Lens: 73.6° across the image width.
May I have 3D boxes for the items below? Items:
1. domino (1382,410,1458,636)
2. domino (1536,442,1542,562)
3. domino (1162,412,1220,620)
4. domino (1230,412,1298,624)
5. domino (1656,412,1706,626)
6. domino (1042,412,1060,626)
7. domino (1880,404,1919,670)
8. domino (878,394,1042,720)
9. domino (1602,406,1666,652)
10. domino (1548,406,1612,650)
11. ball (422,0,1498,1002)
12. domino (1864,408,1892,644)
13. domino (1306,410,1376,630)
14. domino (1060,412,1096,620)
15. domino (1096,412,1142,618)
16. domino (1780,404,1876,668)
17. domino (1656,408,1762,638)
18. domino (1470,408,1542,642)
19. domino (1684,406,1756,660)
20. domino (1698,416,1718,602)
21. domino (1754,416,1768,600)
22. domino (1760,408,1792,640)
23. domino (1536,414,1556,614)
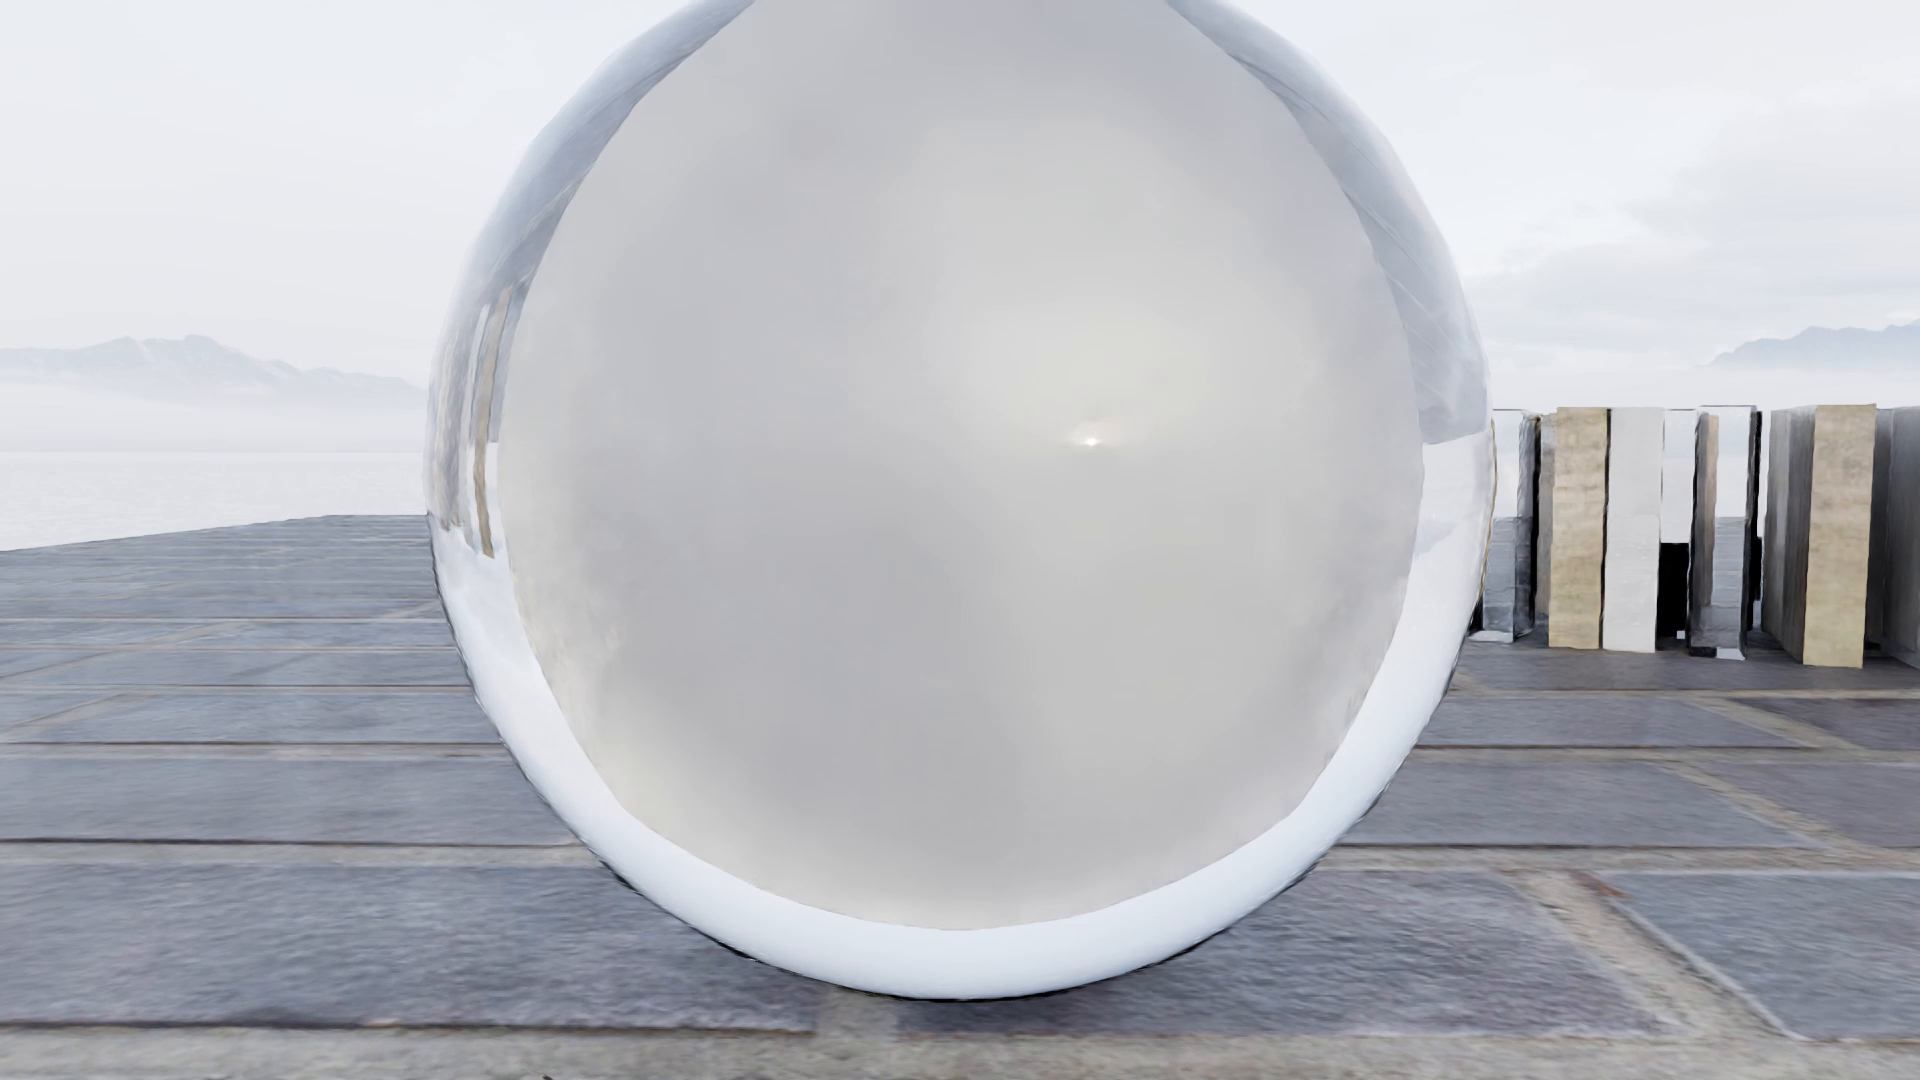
[{"bbox_3d":[0.106,-0.005,0.296,0.010,0.050,0.025,3,5,33],"label":"domino"},{"bbox_3d":[0.164,-0.008,0.338,0.025,0.050,0.010,3,5,35],"label":"domino"},{"bbox_3d":[0.058,-0.007,0.322,0.009,0.050,0.025,1,5,19],"label":"domino"},{"bbox_3d":[0.075,-0.006,0.314,0.010,0.050,0.025,2,5,27],"label":"domino"},{"bbox_3d":[0.161,-0.005,0.303,0.025,0.050,0.010,-1,4,-11],"label":"domino"},{"bbox_3d":[0.011,-0.006,0.308,0.025,0.050,0.010,2,5,28],"label":"domino"},{"bbox_3d":[0.189,-0.001,0.249,0.010,0.050,0.025,2,5,21],"label":"domino"},{"bbox_3d":[0.000,0.002,0.201,0.025,0.050,0.010,0,4,0],"label":"domino"},{"bbox_3d":[0.143,-0.003,0.273,0.010,0.050,0.025,2,5,29],"label":"domino"},{"bbox_3d":[0.135,-0.003,0.277,0.010,0.050,0.025,3,5,31],"label":"domino"},{"bbox_3d":[0.000,-0.005,0.103,0.080,0.080,0.080,0,4,0],"label":"ball"},{"bbox_3d":[0.200,-0.003,0.274,0.009,0.050,0.025,0,4,-2],"label":"domino"},{"bbox_3d":[0.091,-0.005,0.306,0.010,0.050,0.025,2,5,29],"label":"domino"},{"bbox_3d":[0.023,-0.007,0.322,0.010,0.050,0.025,-3,5,-30],"label":"domino"},{"bbox_3d":[0.040,-0.007,0.325,0.010,0.050,0.025,0,4,3],"label":"domino"},{"bbox_3d":[0.172,-0.002,0.255,0.009,0.050,0.025,2,5,24],"label":"domino"},{"bbox_3d":[0.168,-0.004,0.287,0.025,0.050,0.010,-3,5,-36],"label":"domino"},{"bbox_3d":[0.122,-0.004,0.286,0.010,0.050,0.025,3,5,34],"label":"domino"},{"bbox_3d":[0.156,-0.002,0.264,0.009,0.050,0.025,2,5,27],"label":"domino"},{"bbox_3d":[0.195,-0.009,0.357,0.010,0.050,0.025,-1,4,-17],"label":"domino"},{"bbox_3d":[0.213,-0.009,0.360,0.010,0.050,0.025,0,4,1],"label":"domino"},{"bbox_3d":[0.183,-0.003,0.278,0.009,0.050,0.025,2,5,20],"label":"domino"},{"bbox_3d":[0.160,-0.007,0.321,0.025,0.050,0.010,0,4,3],"label":"domino"}]
